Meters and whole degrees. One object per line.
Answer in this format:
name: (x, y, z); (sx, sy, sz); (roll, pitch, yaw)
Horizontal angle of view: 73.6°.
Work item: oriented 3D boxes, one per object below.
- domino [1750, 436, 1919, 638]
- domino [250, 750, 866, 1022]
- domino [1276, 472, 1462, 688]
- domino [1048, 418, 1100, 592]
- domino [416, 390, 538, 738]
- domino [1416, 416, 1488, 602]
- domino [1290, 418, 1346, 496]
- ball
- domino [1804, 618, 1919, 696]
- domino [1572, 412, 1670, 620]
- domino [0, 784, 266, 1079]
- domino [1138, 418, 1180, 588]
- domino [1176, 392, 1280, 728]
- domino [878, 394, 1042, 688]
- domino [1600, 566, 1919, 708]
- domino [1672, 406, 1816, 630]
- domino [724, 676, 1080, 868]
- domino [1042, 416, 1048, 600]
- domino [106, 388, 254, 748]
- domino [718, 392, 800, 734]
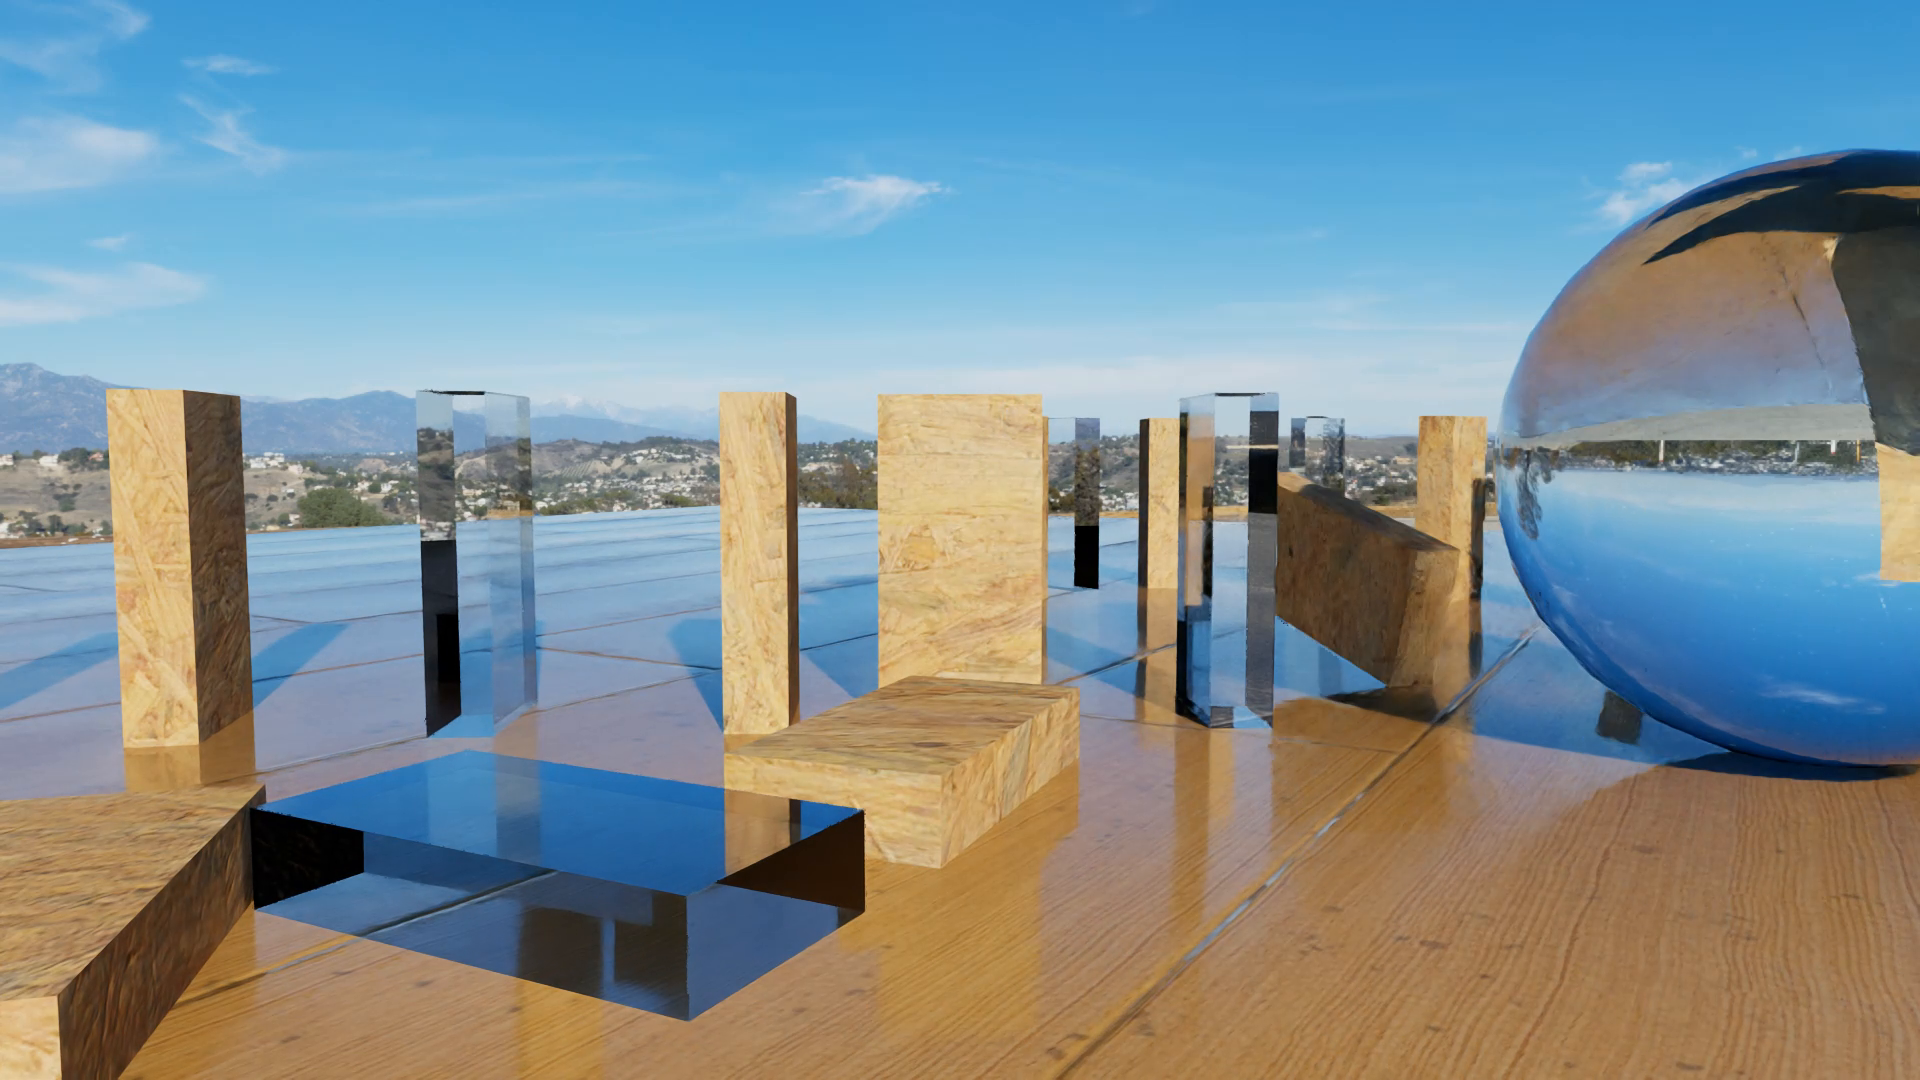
domino: (0.187, 0.000, 0.270); (0.025, 0.050, 0.009); (6, -39, 7)
domino: (-0.037, 0.029, 0.117); (0.050, 0.010, 0.025); (2, 5, 27)
domino: (0.072, 0.006, 0.244); (0.010, 0.025, 0.050); (-2, 19, -22)
domino: (0.029, -0.011, 0.381); (0.010, 0.050, 0.025); (-3, 5, -36)
domino: (-0.073, 0.003, 0.197); (0.010, 0.050, 0.025); (0, 4, -4)
domino: (0.135, -0.009, 0.353); (0.009, 0.050, 0.025); (4, 6, 41)
domino: (0.104, -0.011, 0.375); (0.009, 0.050, 0.025); (2, 5, 30)
ball: (0.114, -0.010, 0.170); (0.080, 0.080, 0.080); (0, 4, 0)
domino: (0.184, 0.020, 0.231); (0.050, 0.010, 0.025); (-1, 4, -9)
domino: (0.165, -0.006, 0.320); (0.025, 0.050, 0.009); (-3, 5, -35)
domino: (-0.073, 0.031, 0.098); (0.025, 0.010, 0.050); (-1, 4, -16)
domino: (0.060, -0.012, 0.389); (0.009, 0.050, 0.025); (0, 4, 1)
domino: (0.042, 0.002, 0.203); (0.009, 0.050, 0.025); (0, 4, -2)
domino: (0.000, 0.002, 0.201); (0.025, 0.050, 0.009); (0, 4, 0)
domino: (0.141, 0.016, 0.222); (0.050, 0.010, 0.025); (-14, 6, -17)
domino: (0.180, -0.005, 0.294); (0.025, 0.050, 0.009); (-1, -6, -18)
domino: (-0.004, 0.026, 0.156); (0.025, 0.009, 0.050); (2, 5, 21)
domino: (0.011, -0.009, 0.353); (0.025, 0.050, 0.010); (2, 5, 21)
domino: (-0.115, 0.003, 0.191); (0.009, 0.050, 0.025); (-1, 4, -13)
domino: (-0.031, 0.003, 0.199); (0.009, 0.050, 0.025); (0, 4, -3)
